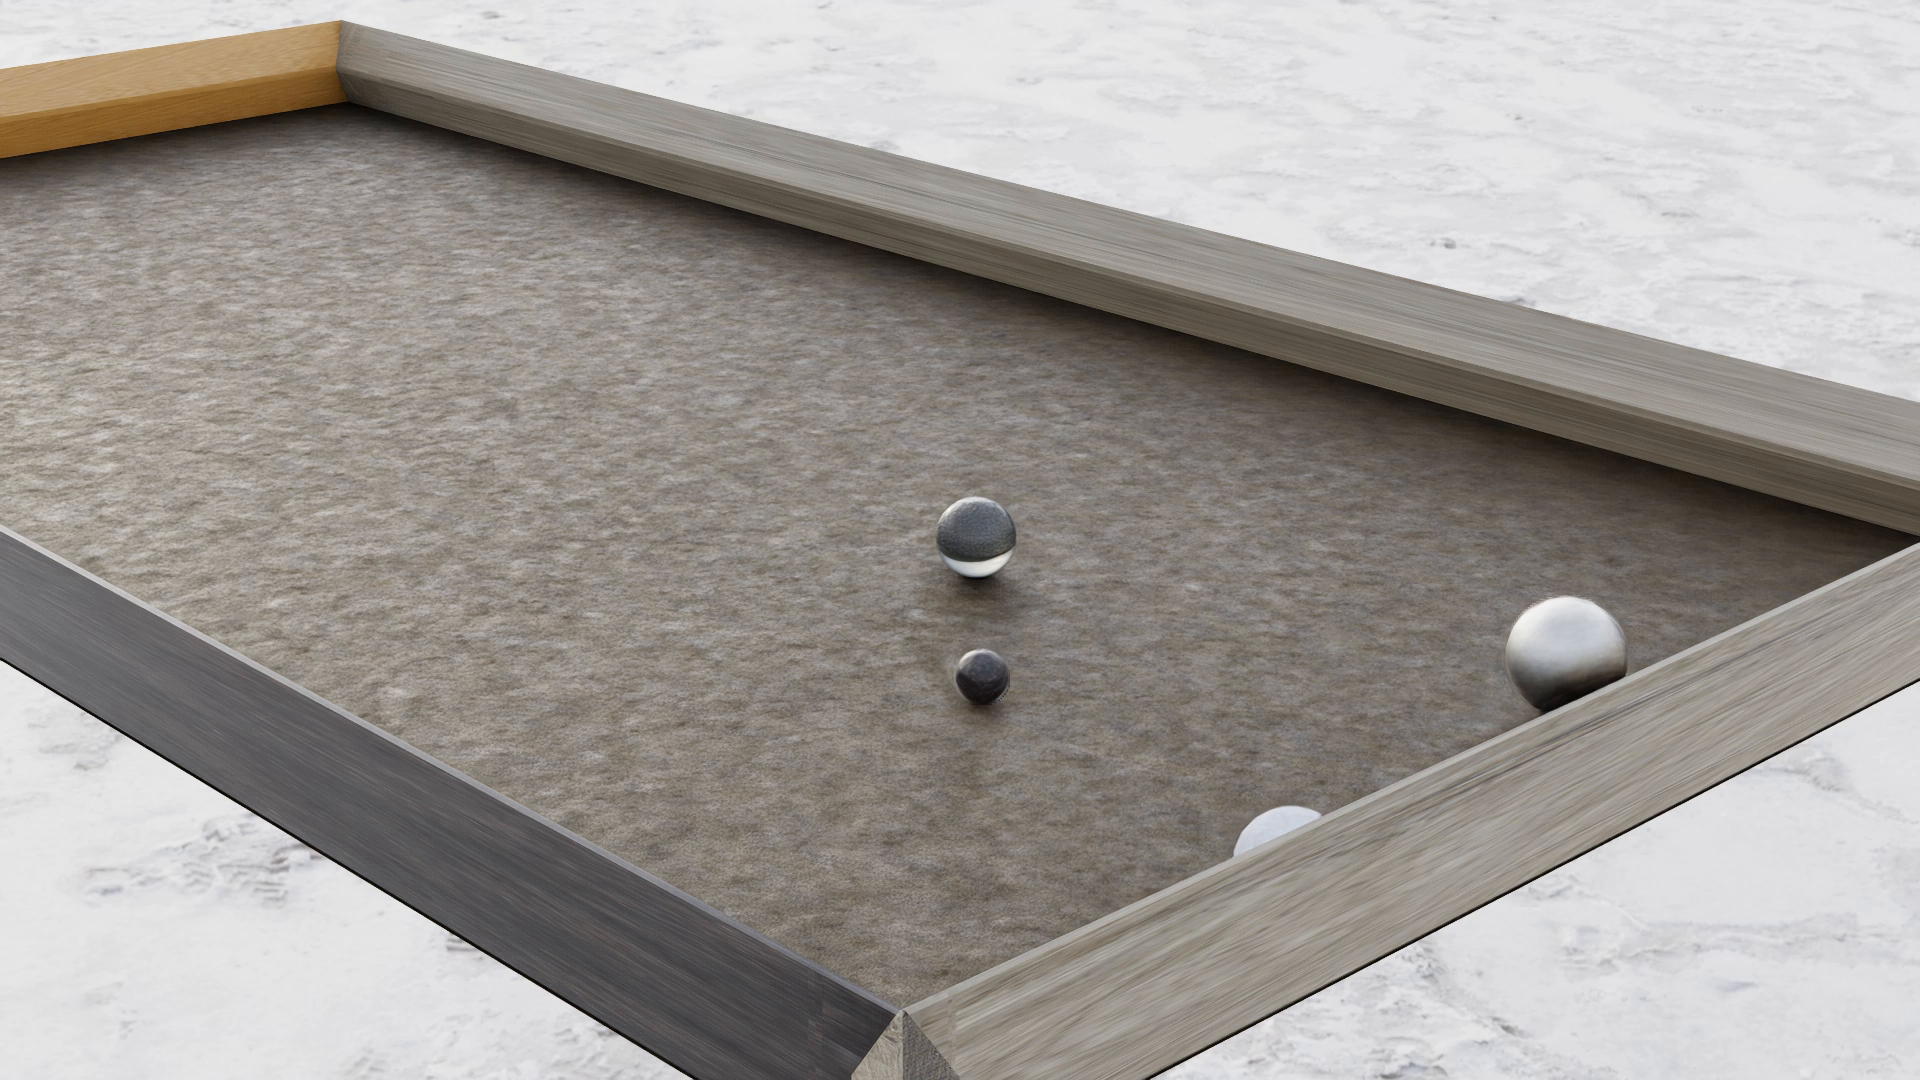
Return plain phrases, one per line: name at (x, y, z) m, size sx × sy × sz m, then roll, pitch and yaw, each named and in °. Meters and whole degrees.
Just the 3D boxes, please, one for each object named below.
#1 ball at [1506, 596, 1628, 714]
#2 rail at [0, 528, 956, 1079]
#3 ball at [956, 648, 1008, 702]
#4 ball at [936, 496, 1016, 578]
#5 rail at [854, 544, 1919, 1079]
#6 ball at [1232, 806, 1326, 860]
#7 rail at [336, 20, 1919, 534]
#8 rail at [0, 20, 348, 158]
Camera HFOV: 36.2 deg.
ball at (0.502, 0.097, 2.431) m, size 0.100 × 0.100 × 0.100 m, roll 0°, pitch 20°, yaw 0°
rail at (-1.041, -0.046, 2.771) m, size 0.045 × 0.130 × 2.990 m, roll -18°, pitch 27°, yaw -40°
ball at (0.018, 0.114, 2.464) m, size 0.045 × 0.045 × 0.045 m, roll 0°, pitch 20°, yaw 0°
ball at (0.015, -0.002, 2.734) m, size 0.076 × 0.076 × 0.076 m, roll 0°, pitch 20°, yaw 0°
rail at (0.496, 0.153, 2.233) m, size 1.500 × 0.130 × 0.045 m, roll -18°, pitch 27°, yaw -40°
ball at (0.235, 0.232, 2.088) m, size 0.085 × 0.085 × 0.085 m, roll 0°, pitch 20°, yaw 0°
rail at (0.016, -0.391, 3.705) m, size 0.045 × 0.130 × 2.990 m, roll -18°, pitch 27°, yaw -40°
rail at (-1.521, -0.589, 4.242) m, size 1.500 × 0.130 × 0.045 m, roll -18°, pitch 27°, yaw -40°
